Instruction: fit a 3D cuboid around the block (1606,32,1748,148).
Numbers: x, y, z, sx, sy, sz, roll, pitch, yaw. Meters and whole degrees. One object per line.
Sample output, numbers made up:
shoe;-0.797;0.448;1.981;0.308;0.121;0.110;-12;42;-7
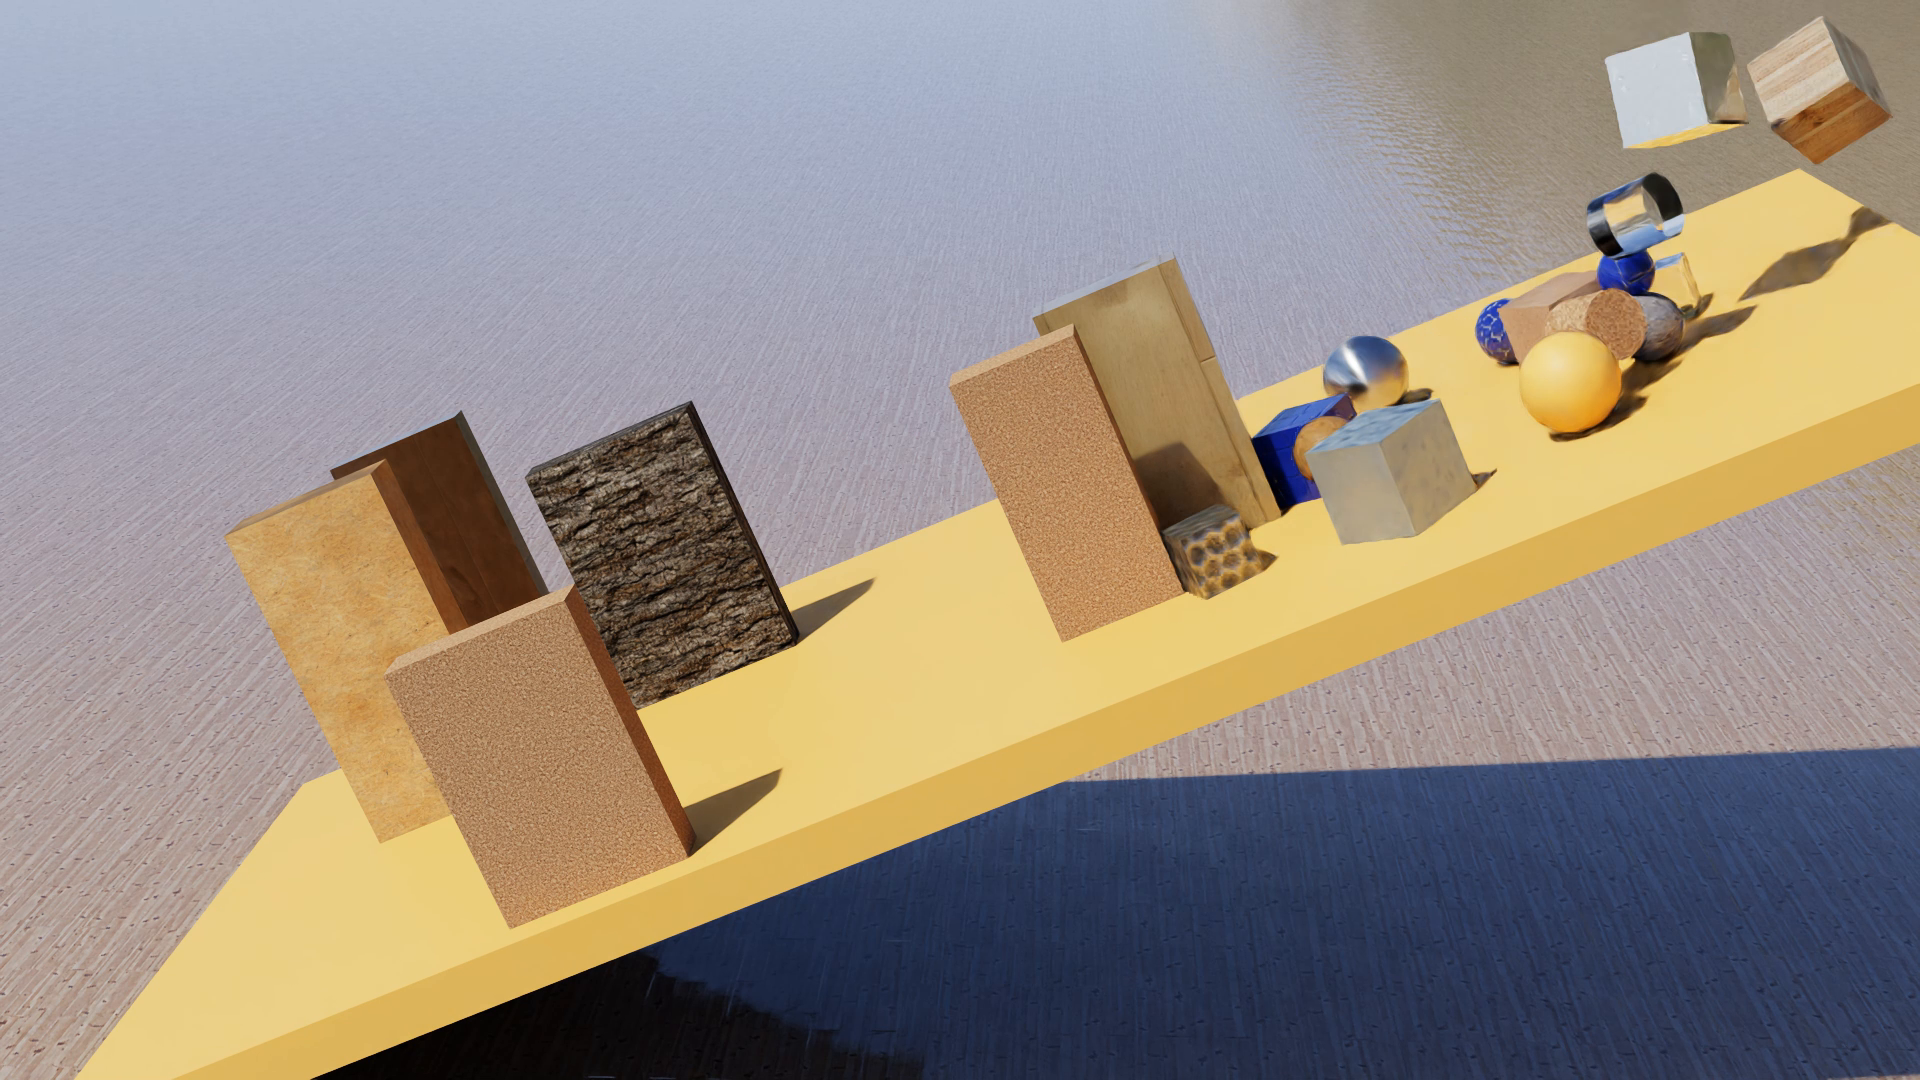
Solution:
block;1.423;-0.892;5.840;0.183;0.183;0.183;-13;-2;40

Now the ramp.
ramp;0.130;0.171;6.286;4.000;0.100;2.000;-22;13;8

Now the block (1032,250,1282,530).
block;0.403;-0.259;5.991;0.307;0.577;0.107;-22;13;8

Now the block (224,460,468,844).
block;-1.285;0.250;6.548;0.360;0.772;0.146;-22;13;8

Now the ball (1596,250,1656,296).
ball;1.346;-0.540;5.943;0.116;0.116;0.116;0;15;0

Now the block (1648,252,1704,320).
block;1.468;-0.517;6.136;0.117;0.117;0.117;-18;11;25

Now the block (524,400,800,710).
block;-0.675;0.038;6.705;0.402;0.598;0.101;-22;13;8

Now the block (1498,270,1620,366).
block;1.258;-0.437;6.073;0.176;0.176;0.176;-29;13;-21

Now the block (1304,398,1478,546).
block;0.816;-0.128;5.572;0.195;0.195;0.195;-33;15;-36

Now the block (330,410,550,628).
block;-1.206;0.090;7.134;0.334;0.741;0.084;-22;13;8

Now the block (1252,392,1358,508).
block;0.728;-0.185;6.048;0.159;0.159;0.159;-15;16;37

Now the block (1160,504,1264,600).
block;0.488;0.022;5.707;0.130;0.130;0.130;-26;13;-9

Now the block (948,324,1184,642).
block;0.212;-0.111;5.773;0.260;0.559;0.125;-22;13;8

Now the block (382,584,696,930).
block;-0.783;0.407;5.508;0.373;0.543;0.116;-22;13;8

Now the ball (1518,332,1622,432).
ball;1.170;-0.303;5.640;0.194;0.194;0.194;0;15;0

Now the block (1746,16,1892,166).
block;1.769;-0.925;6.056;0.181;0.181;0.181;-34;-40;32

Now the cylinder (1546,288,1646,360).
cylinder;1.246;-0.413;5.767;0.140;0.140;0.140;-6;-2;-22

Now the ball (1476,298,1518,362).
ball;1.185;-0.453;6.358;0.140;0.140;0.140;0;15;0

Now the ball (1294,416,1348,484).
ball;0.729;-0.176;5.816;0.139;0.139;0.139;0;15;0

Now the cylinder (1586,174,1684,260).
cylinder;1.330;-0.636;5.793;0.134;0.134;0.134;-15;-6;-45

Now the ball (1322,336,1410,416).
ball;0.883;-0.352;6.389;0.187;0.187;0.187;0;15;0

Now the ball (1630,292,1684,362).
ball;1.380;-0.427;5.895;0.139;0.139;0.139;0;15;0
